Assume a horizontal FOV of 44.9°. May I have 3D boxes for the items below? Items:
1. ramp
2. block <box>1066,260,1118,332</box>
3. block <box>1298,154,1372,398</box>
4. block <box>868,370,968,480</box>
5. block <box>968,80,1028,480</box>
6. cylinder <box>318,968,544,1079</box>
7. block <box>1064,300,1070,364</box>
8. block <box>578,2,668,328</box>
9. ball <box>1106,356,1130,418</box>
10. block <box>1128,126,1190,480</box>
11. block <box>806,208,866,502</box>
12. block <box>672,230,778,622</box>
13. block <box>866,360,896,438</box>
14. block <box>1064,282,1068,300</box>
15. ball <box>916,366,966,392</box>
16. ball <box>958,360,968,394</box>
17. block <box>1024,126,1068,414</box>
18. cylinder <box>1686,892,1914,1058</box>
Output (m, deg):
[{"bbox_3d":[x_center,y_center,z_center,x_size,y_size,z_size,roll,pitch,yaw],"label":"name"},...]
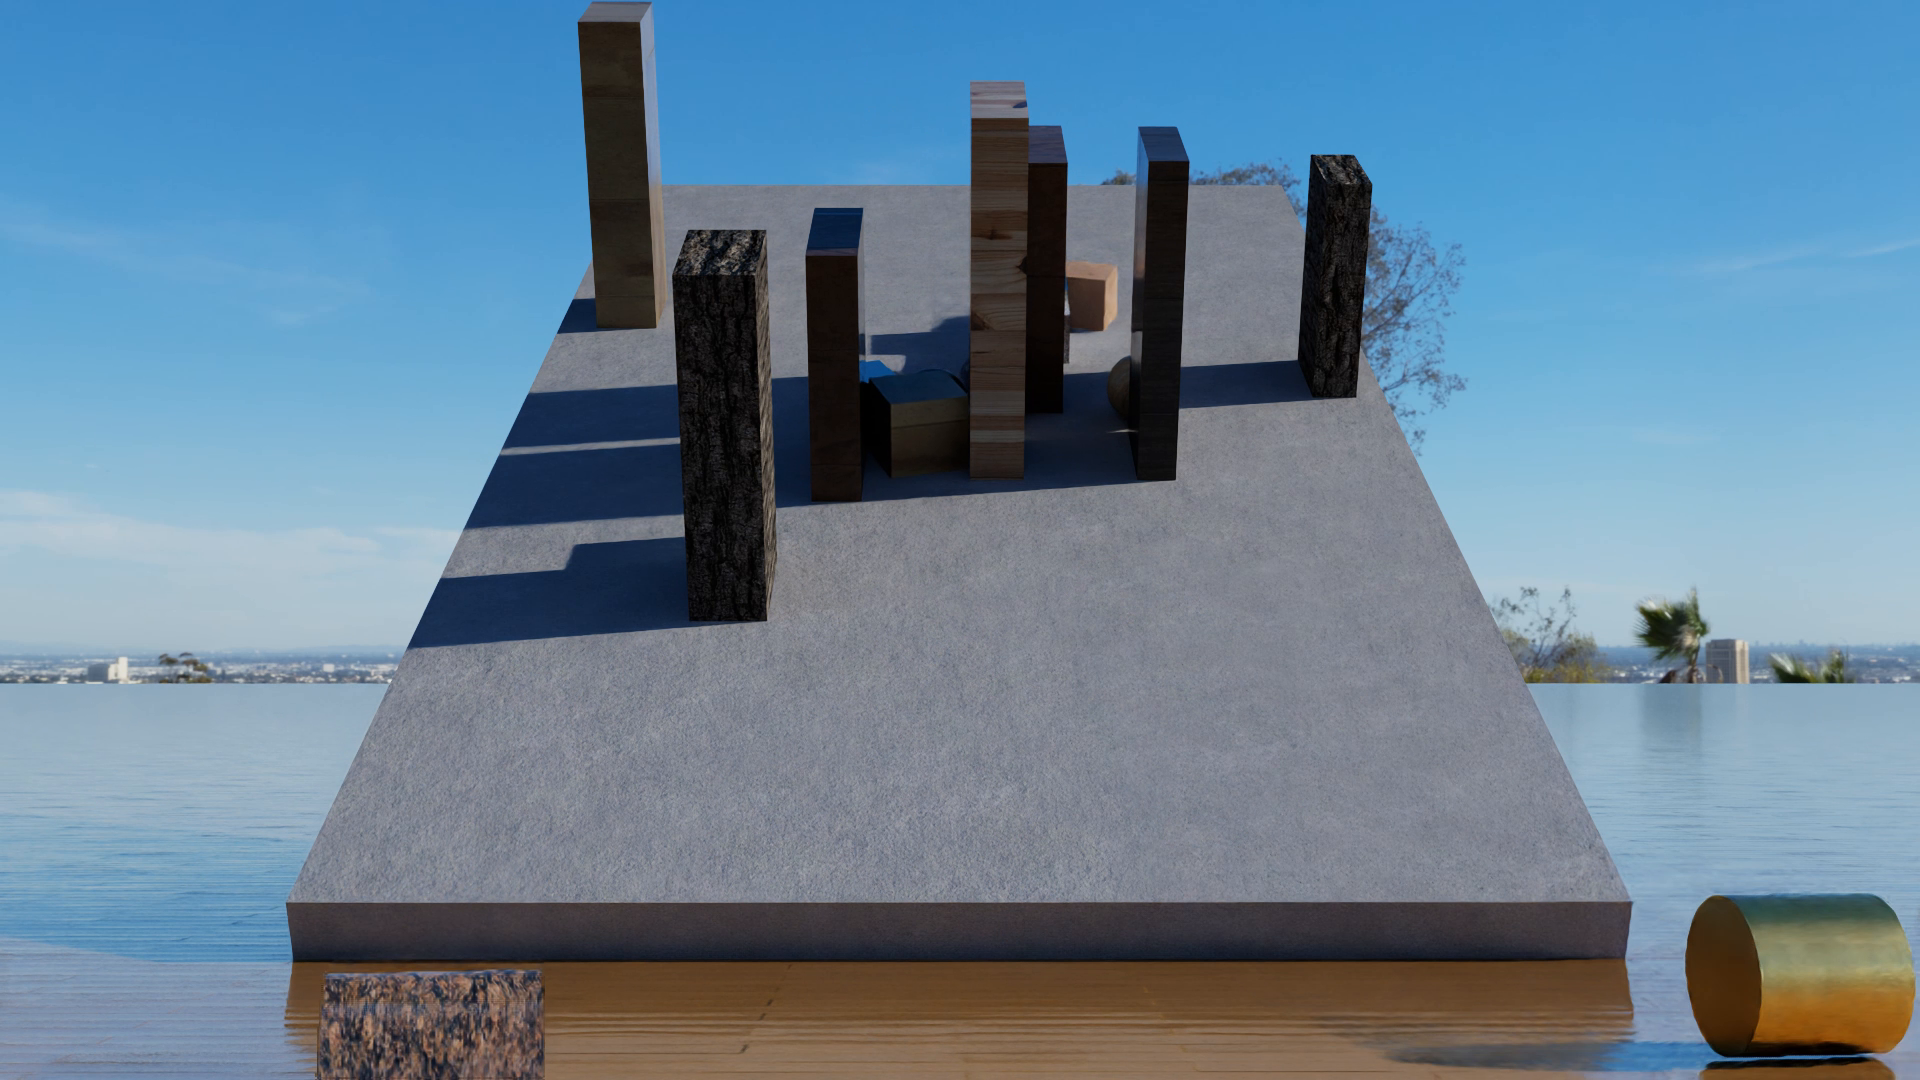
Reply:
[{"bbox_3d":[-0.008,-0.228,5.300,2.000,0.100,4.000,0,24,0],"label":"ramp"},{"bbox_3d":[0.318,-0.620,5.895,0.134,0.134,0.134,7,25,16],"label":"block"},{"bbox_3d":[0.872,-0.617,5.431,0.101,0.509,0.260,0,24,0],"label":"block"},{"bbox_3d":[-0.090,-0.250,5.015,0.171,0.171,0.171,-7,25,-16],"label":"block"},{"bbox_3d":[0.078,-0.550,4.941,0.115,0.781,0.330,0,24,0],"label":"block"},{"bbox_3d":[-0.441,0.450,1.947,0.176,0.176,0.176,1,-3,-12],"label":"cylinder"},{"bbox_3d":[0.203,-0.508,5.658,0.122,0.122,0.122,0,24,0],"label":"block"},{"bbox_3d":[-0.839,-0.936,5.820,0.149,0.768,0.252,0,24,0],"label":"block"},{"bbox_3d":[0.408,-0.345,5.253,0.154,0.154,0.154,0,-3,0],"label":"ball"},{"bbox_3d":[0.419,-0.502,4.942,0.082,0.694,0.287,0,24,0],"label":"block"},{"bbox_3d":[-0.257,-0.393,4.894,0.104,0.531,0.347,0,24,0],"label":"block"},{"bbox_3d":[-0.431,-0.212,4.313,0.144,0.670,0.279,0,24,0],"label":"block"},{"bbox_3d":[-0.218,-0.314,5.210,0.129,0.129,0.129,-9,26,-20],"label":"block"},{"bbox_3d":[0.190,-0.574,5.776,0.147,0.147,0.147,0,24,0],"label":"block"},{"bbox_3d":[-0.059,-0.312,5.182,0.149,0.149,0.149,0,-3,0],"label":"ball"},{"bbox_3d":[0.072,-0.360,5.289,0.151,0.151,0.151,0,-3,0],"label":"ball"},{"bbox_3d":[0.191,-0.626,5.354,0.087,0.584,0.338,0,24,0],"label":"block"},{"bbox_3d":[0.934,0.485,2.596,0.178,0.178,0.178,0,-3,-9],"label":"cylinder"}]
